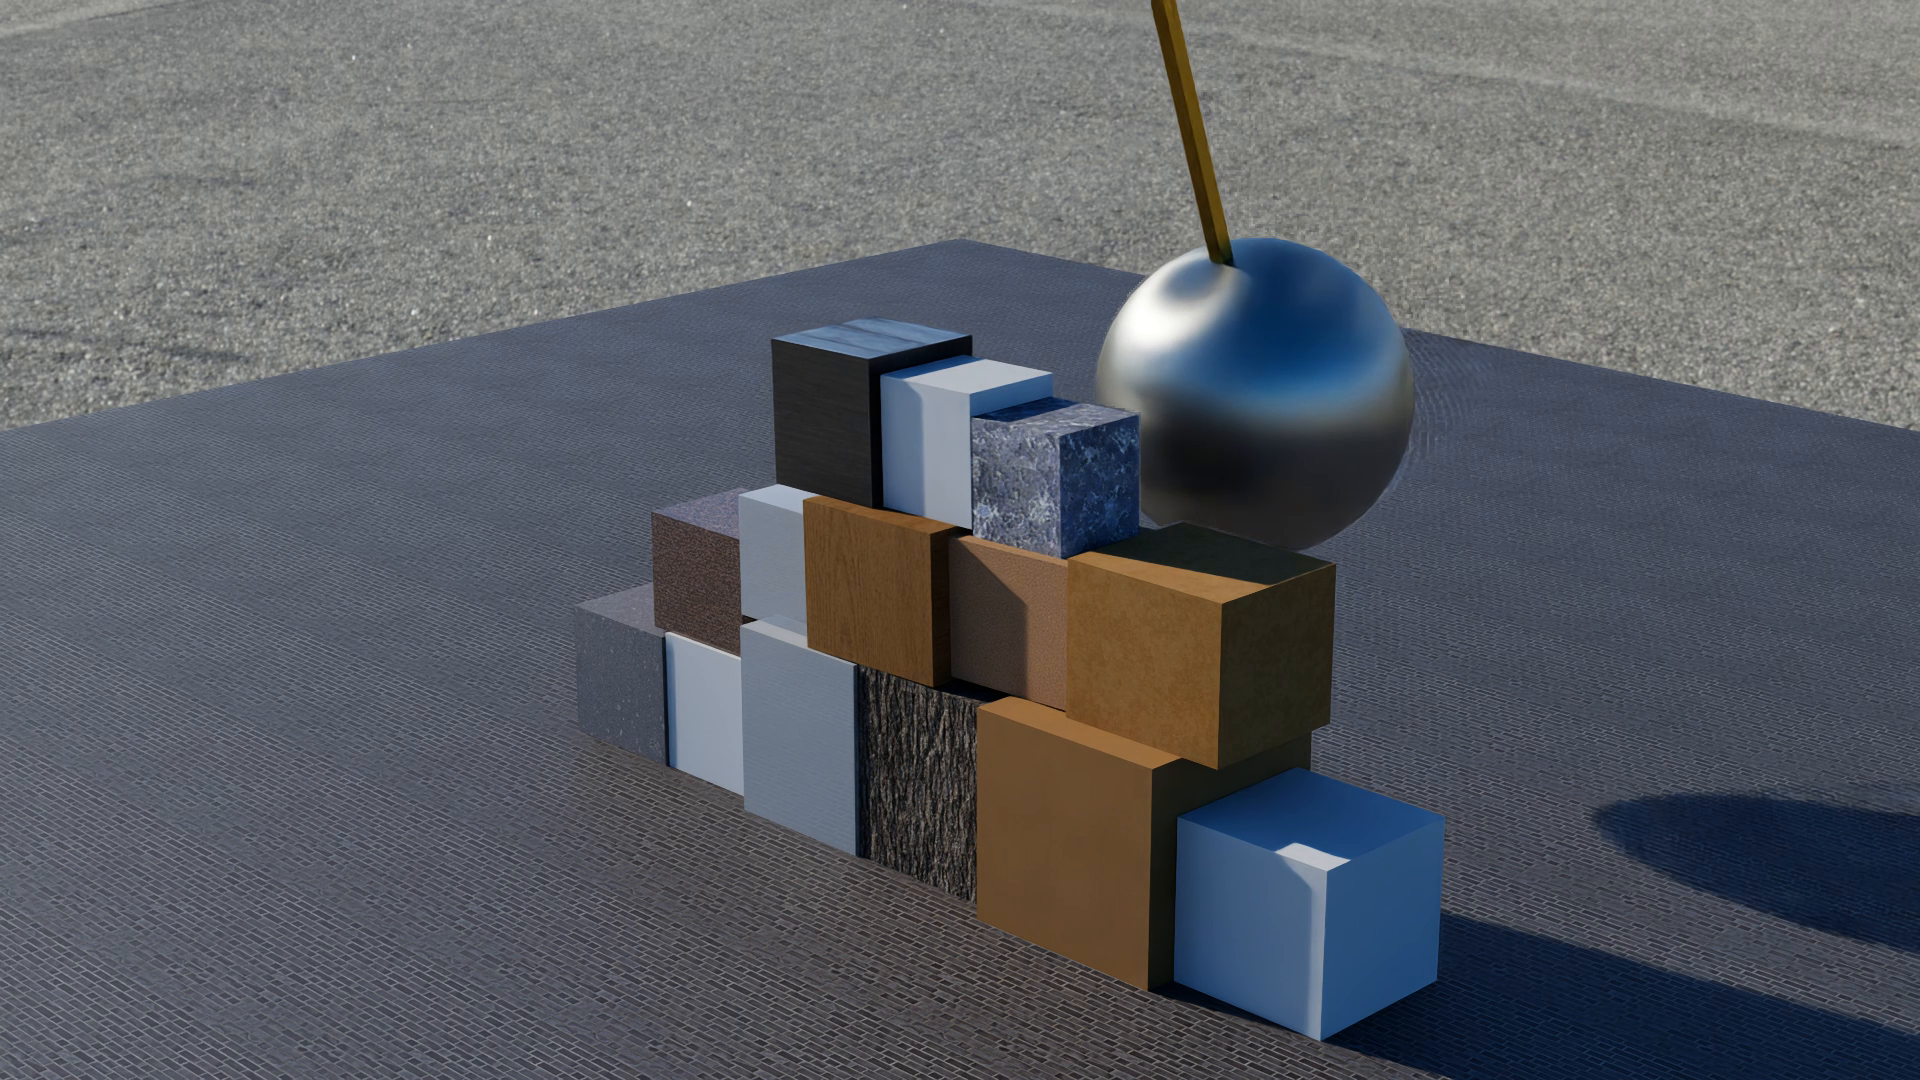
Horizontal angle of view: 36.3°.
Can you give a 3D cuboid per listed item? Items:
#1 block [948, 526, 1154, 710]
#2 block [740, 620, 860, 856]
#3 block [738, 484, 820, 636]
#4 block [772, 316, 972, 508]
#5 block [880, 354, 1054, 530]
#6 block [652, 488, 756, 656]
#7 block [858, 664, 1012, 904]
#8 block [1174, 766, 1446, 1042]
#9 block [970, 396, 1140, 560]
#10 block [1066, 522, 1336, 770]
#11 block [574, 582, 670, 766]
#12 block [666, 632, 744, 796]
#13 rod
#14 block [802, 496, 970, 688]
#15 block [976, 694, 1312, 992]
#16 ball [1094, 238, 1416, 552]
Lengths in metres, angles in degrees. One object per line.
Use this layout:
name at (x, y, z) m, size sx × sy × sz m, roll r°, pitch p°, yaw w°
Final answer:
block at (0.447, 0.291, 12.990) m, size 0.670 × 0.651 × 0.726 m, roll -17°, pitch 22°, yaw -42°
block at (-0.458, 0.848, 14.078) m, size 0.869 × 0.941 × 0.788 m, roll -17°, pitch 24°, yaw -42°
block at (-0.629, 0.064, 14.004) m, size 0.572 × 0.596 × 0.618 m, roll 16°, pitch 24°, yaw 43°
block at (-0.400, -0.605, 13.595) m, size 0.658 × 0.692 × 0.652 m, roll -17°, pitch 23°, yaw -42°
block at (0.034, -0.449, 13.182) m, size 0.529 × 0.613 × 0.563 m, roll -17°, pitch 23°, yaw -42°
block at (-1.076, 0.153, 14.499) m, size 0.586 × 0.600 × 0.674 m, roll -17°, pitch 24°, yaw -42°
block at (0.142, 1.020, 13.515) m, size 0.849 × 0.951 × 0.872 m, roll -17°, pitch 24°, yaw -42°
block at (1.461, 1.507, 12.299) m, size 0.790 × 0.749 × 0.785 m, roll -17°, pitch 24°, yaw -42°
block at (0.417, -0.280, 12.820) m, size 0.504 × 0.542 × 0.530 m, roll -17°, pitch 22°, yaw -42°
block at (1.016, 0.430, 12.433) m, size 0.741 × 0.717 × 0.847 m, roll -17°, pitch 24°, yaw -42°
block at (-1.487, 0.662, 15.097) m, size 0.683 × 0.684 × 0.707 m, roll -17°, pitch 24°, yaw -42°
block at (-0.981, 0.799, 14.623) m, size 0.667 × 0.707 × 0.687 m, roll -17°, pitch 24°, yaw -42°
rod at (0.636, -3.504, 12.907) m, size 0.080 × 5.200 × 0.080 m, roll 17°, pitch 44°, yaw 42°
block at (-0.117, 0.145, 13.520) m, size 0.857 × 0.712 × 0.833 m, roll -17°, pitch 23°, yaw -42°
block at (0.803, 1.199, 12.856) m, size 1.051 × 1.003 × 1.008 m, roll -17°, pitch 24°, yaw -42°
ball at (1.467, -0.710, 14.656) m, size 1.600 × 1.600 × 1.600 m, roll 0°, pitch 17°, yaw 0°
